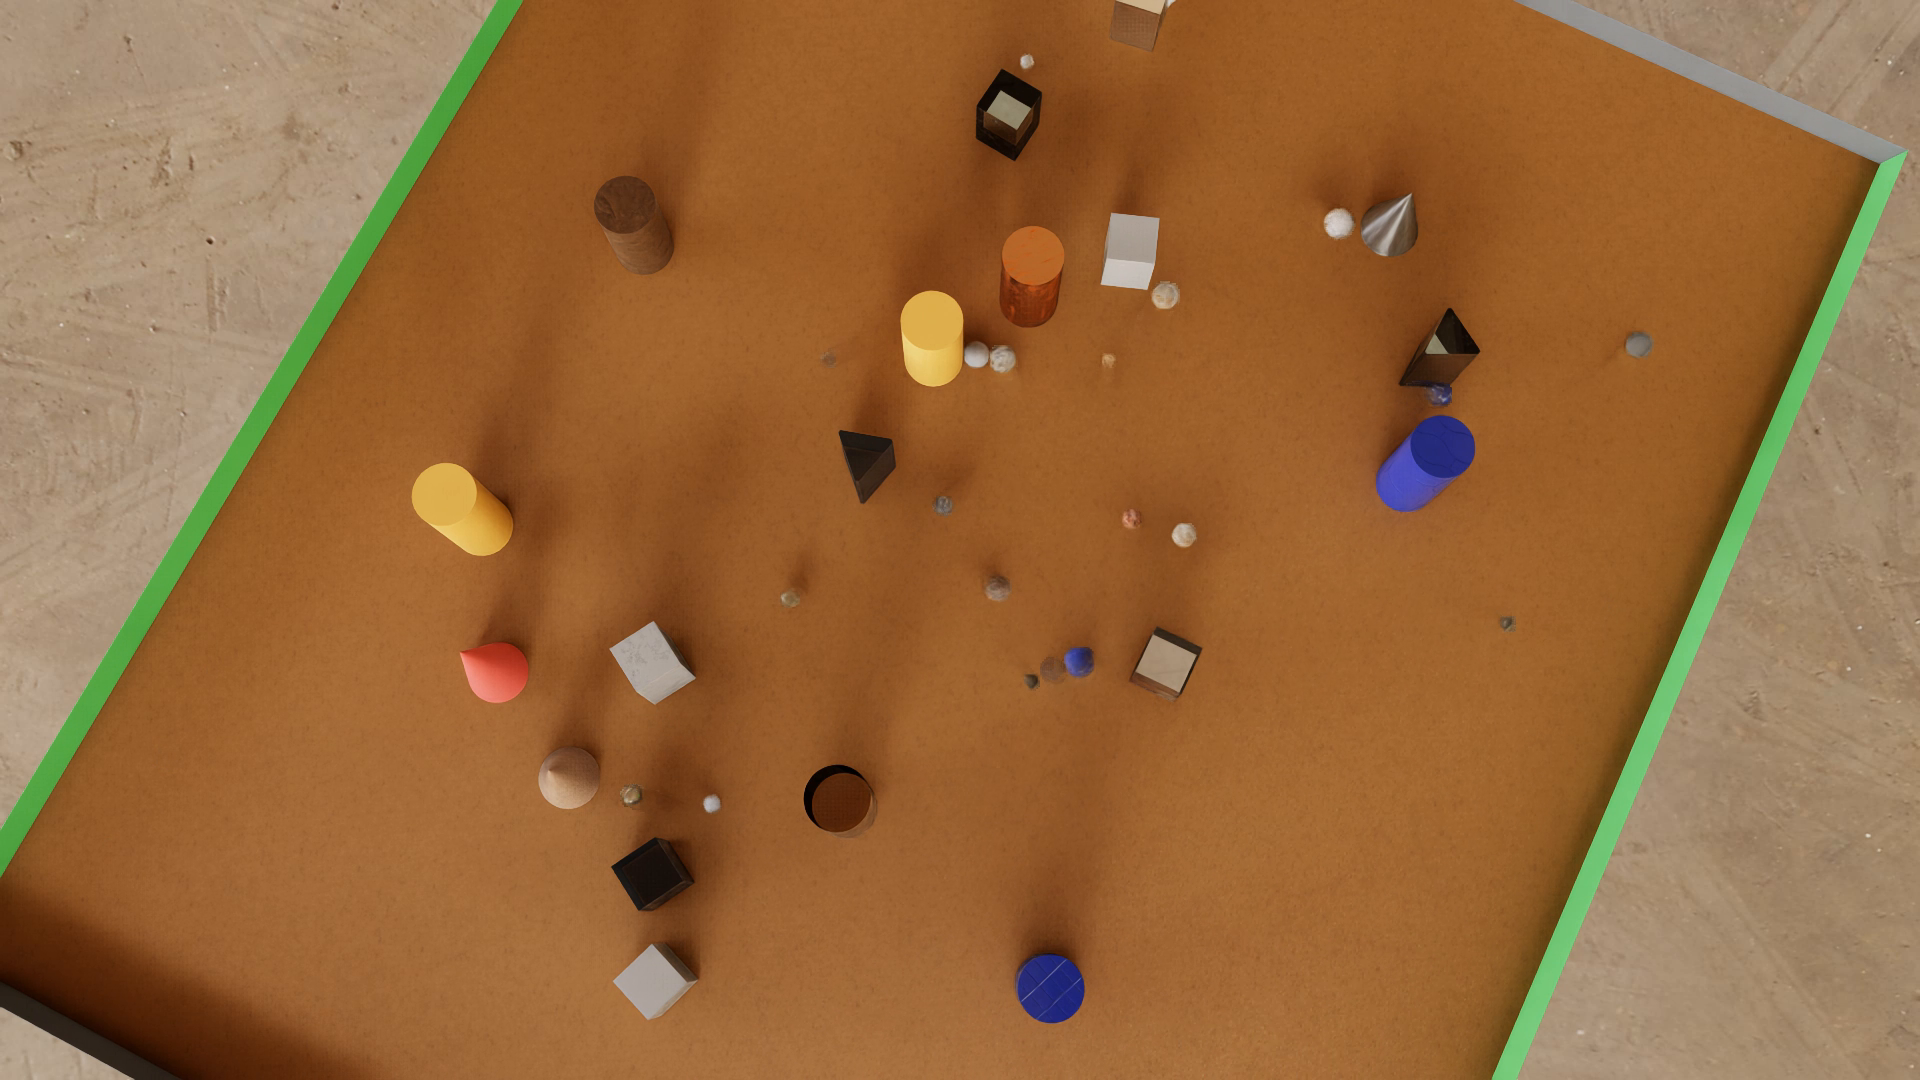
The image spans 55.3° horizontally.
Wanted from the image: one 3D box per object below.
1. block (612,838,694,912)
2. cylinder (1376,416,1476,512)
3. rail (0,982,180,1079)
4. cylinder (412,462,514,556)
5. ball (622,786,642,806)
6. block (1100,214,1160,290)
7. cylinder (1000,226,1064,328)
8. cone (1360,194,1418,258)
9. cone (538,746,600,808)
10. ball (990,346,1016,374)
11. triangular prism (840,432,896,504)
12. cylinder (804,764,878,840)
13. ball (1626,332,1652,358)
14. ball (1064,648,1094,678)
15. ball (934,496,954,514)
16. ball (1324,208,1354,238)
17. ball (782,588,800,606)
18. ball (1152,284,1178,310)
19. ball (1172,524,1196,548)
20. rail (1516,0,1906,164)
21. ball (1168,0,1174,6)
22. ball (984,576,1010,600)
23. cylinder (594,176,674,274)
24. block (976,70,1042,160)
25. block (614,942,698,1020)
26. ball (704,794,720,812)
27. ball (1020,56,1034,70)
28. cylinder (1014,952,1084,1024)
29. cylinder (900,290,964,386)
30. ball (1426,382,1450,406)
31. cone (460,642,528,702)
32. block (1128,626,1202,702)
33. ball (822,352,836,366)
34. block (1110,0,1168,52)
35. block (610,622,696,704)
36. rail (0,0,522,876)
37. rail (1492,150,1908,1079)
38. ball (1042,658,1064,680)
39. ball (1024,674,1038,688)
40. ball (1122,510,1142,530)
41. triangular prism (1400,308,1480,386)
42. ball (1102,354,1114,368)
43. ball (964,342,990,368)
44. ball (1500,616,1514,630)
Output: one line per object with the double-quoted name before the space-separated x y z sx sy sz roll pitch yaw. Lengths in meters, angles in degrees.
"block" -0.884 0.967 5.290 0.147 0.247 0.147 -33 80 -6
"cylinder" 1.374 -0.220 5.433 0.184 0.449 0.184 0 78 0
"rail" -1.082 2.125 5.115 4.212 0.120 0.045 26 80 5
"cylinder" -1.464 -0.085 5.412 0.184 0.434 0.184 0 78 0
"ball" -0.971 0.757 5.429 0.060 0.060 0.060 0 78 0
"block" 0.526 -0.893 5.682 0.147 0.234 0.147 6 78 1
"cylinder" 0.215 -0.795 5.578 0.184 0.397 0.184 0 78 0
"cone" 1.364 -1.017 5.673 0.184 0.302 0.184 0 78 0
"cone" -1.166 0.681 5.332 0.184 0.281 0.184 0 78 0
"ball" 0.133 -0.560 5.689 0.084 0.084 0.084 0 78 0
"triangular prism" -0.302 -0.245 5.513 0.138 0.302 0.160 40 81 8
"cylinder" -0.337 0.753 5.237 0.184 0.438 0.184 0 78 0
"ball" 2.112 -0.606 5.702 0.078 0.078 0.078 0 78 0
"ball" 0.359 0.368 5.494 0.090 0.090 0.090 0 78 0
"ball" -0.049 -0.107 5.610 0.057 0.057 0.057 0 78 0
"ball" 1.193 -0.999 5.776 0.092 0.092 0.092 0 78 0
"ball" -0.510 0.175 5.552 0.054 0.054 0.054 0 78 0
"ball" 0.642 -0.762 5.732 0.081 0.081 0.081 0 78 0
"ball" 0.683 -0.013 5.583 0.071 0.071 0.071 0 78 0
"rail" 1.082 -2.113 5.991 4.212 0.120 0.045 26 80 5
"ball" 0.663 -1.770 5.941 0.080 0.080 0.080 0 78 0
"ball" 0.113 0.146 5.547 0.077 0.077 0.077 0 78 0
"cylinder" -0.999 -0.964 5.635 0.184 0.354 0.184 0 78 0
"block" 0.152 -1.336 5.770 0.147 0.240 0.147 32 80 6
"block" -0.867 1.259 5.238 0.147 0.231 0.147 -44 82 -8
"ball" -0.735 0.780 5.429 0.052 0.052 0.052 0 78 0
"ball" 0.217 -1.541 5.913 0.043 0.043 0.043 0 78 0
"cylinder" 0.251 1.266 5.193 0.184 0.317 0.184 0 78 0
"cylinder" -0.082 -0.606 5.554 0.184 0.368 0.184 0 78 0
"ball" 1.480 -0.451 5.671 0.075 0.075 0.075 0 78 0
"cone" -1.395 0.356 5.321 0.184 0.434 0.184 0 78 0
"block" 0.607 0.370 5.424 0.147 0.227 0.147 25 79 5
"ball" -0.408 -0.562 5.710 0.044 0.044 0.044 0 78 0
"block" 0.577 -1.699 5.837 0.147 0.255 0.147 19 79 4
"block" -0.897 0.364 5.377 0.147 0.321 0.147 -33 80 -6
"rail" -1.862 -0.906 5.741 0.045 0.120 4.886 26 80 5
"rail" 1.862 0.918 5.364 0.045 0.120 4.886 26 80 5
"ball" 0.279 0.388 5.503 0.066 0.066 0.066 0 78 0
"ball" 0.215 0.423 5.507 0.043 0.043 0.043 0 78 0
"ball" 0.525 -0.062 5.600 0.057 0.057 0.057 0 78 0
"triangular prism" 1.449 -0.585 5.568 0.160 0.332 0.138 0 78 0
"ball" 0.462 -0.559 5.710 0.042 0.042 0.042 0 78 0
"ball" 0.051 -0.577 5.693 0.082 0.082 0.082 0 78 0
"ball" 1.654 0.253 5.542 0.043 0.043 0.043 0 78 0
